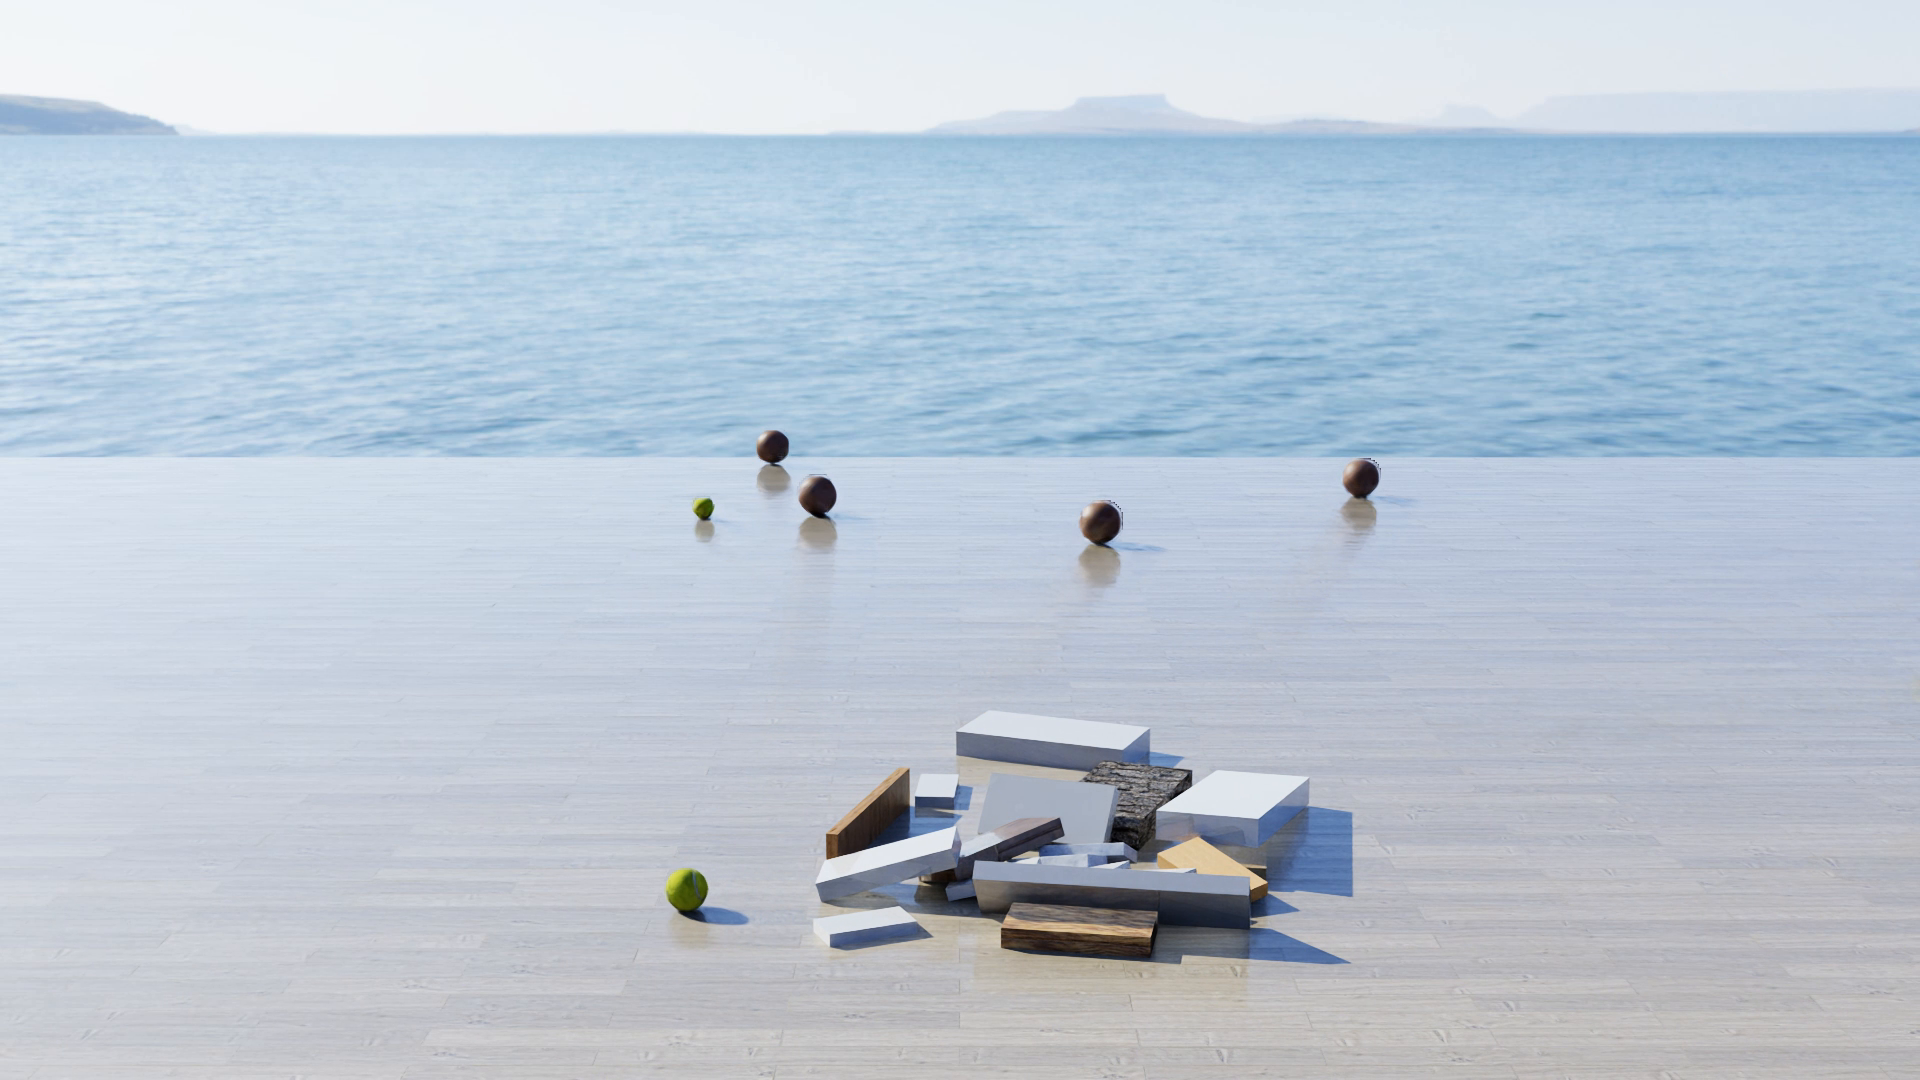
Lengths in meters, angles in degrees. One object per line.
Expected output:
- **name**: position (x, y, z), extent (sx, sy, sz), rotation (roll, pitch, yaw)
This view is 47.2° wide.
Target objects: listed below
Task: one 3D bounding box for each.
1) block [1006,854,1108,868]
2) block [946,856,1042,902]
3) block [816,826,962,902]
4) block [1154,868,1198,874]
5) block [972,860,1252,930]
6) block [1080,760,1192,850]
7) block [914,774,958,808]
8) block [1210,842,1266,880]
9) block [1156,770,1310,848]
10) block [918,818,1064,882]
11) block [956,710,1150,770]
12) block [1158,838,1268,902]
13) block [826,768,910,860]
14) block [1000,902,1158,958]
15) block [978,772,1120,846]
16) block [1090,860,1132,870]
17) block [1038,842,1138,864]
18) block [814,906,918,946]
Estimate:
- **block**: position (0.164, 0.545, 3.701), extent (0.151, 0.021, 0.076), rotation (-8, -14, 28)
- **block**: position (0.057, 0.562, 3.648), extent (0.151, 0.021, 0.076), rotation (-14, 7, 13)
- **block**: position (-0.117, 0.540, 3.669), extent (0.234, 0.033, 0.117), rotation (-15, 9, 7)
- **block**: position (0.295, 0.564, 3.613), extent (0.089, 0.025, 0.177), rotation (-10, 0, -44)
- **block**: position (0.243, 0.566, 3.503), extent (0.436, 0.117, 0.033), rotation (2, 54, 10)
- **block**: position (0.297, 0.488, 4.078), extent (0.178, 0.050, 0.356), rotation (4, 11, 21)
- **block**: position (-0.043, 0.479, 4.208), extent (0.074, 0.021, 0.148), rotation (1, 11, 4)
- **block**: position (0.473, 0.545, 3.819), extent (0.117, 0.033, 0.233), rotation (1, 11, 8)
- **block**: position (0.498, 0.481, 3.962), extent (0.178, 0.050, 0.451), rotation (2, 4, 20)
- **block**: position (0.051, 0.527, 3.748), extent (0.234, 0.033, 0.117), rotation (-17, 3, -34)
- **block**: position (0.191, 0.411, 4.493), extent (0.356, 0.050, 0.178), rotation (4, 11, 22)
- **block**: position (0.419, 0.556, 3.660), extent (0.089, 0.025, 0.177), rotation (-17, 28, -30)
- **block**: position (-0.162, 0.501, 3.948), extent (0.021, 0.074, 0.415), rotation (3, 11, 16)
- **block**: position (0.189, 0.612, 3.458), extent (0.233, 0.033, 0.117), rotation (2, 11, 10)
- **block**: position (0.157, 0.486, 3.920), extent (0.234, 0.117, 0.033), rotation (4, -27, 21)
- **block**: position (0.184, 0.560, 3.602), extent (0.177, 0.025, 0.089), rotation (-14, -2, 29)
- **block**: position (0.218, 0.536, 3.749), extent (0.151, 0.021, 0.076), rotation (-5, -20, 21)
- **block**: position (-0.150, 0.613, 3.489), extent (0.148, 0.021, 0.074), rotation (-5, 11, -23)
